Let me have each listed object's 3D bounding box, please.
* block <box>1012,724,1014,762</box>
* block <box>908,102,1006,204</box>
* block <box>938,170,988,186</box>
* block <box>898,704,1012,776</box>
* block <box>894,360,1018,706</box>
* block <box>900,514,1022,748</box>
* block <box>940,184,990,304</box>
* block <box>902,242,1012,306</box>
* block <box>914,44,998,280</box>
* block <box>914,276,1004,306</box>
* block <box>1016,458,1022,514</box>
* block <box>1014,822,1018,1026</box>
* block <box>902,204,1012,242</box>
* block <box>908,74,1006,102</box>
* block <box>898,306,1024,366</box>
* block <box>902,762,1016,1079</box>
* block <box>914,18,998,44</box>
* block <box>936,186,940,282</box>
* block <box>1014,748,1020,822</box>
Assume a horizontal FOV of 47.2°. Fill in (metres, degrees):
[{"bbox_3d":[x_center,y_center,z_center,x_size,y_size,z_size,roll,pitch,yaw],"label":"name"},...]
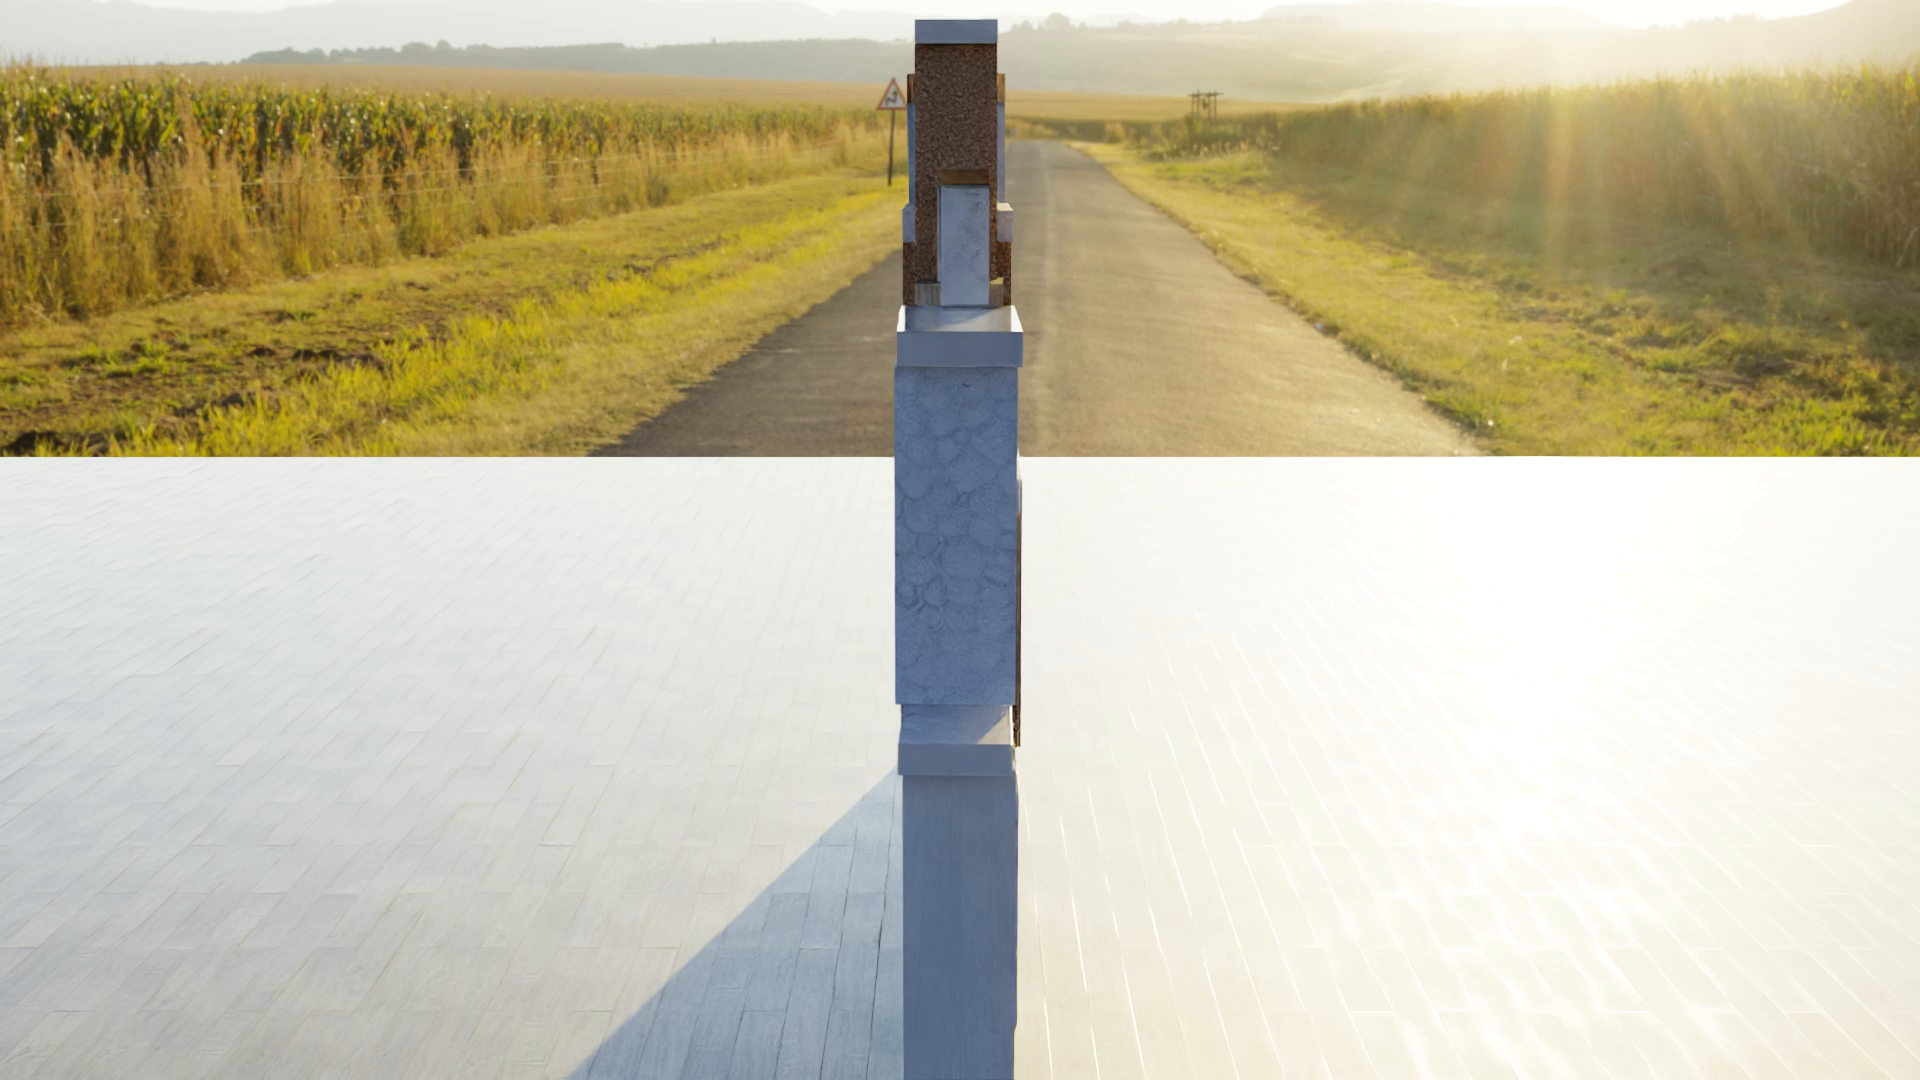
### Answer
[{"bbox_3d":[0.000,0.380,2.909,0.139,0.277,0.039,0,10,-3],"label":"block"},{"bbox_3d":[-0.004,-0.503,3.707,0.162,0.460,0.046,0,11,0],"label":"block"},{"bbox_3d":[0.004,-0.497,3.026,0.066,0.019,0.131,0,7,-1],"label":"block"},{"bbox_3d":[-0.004,0.241,2.793,0.139,0.039,0.277,0,10,1],"label":"block"},{"bbox_3d":[-0.006,-0.008,2.817,0.156,0.441,0.044,0,11,0],"label":"block"},{"bbox_3d":[0.001,0.127,3.245,0.178,0.356,0.050,0,11,0],"label":"block"},{"bbox_3d":[0.007,-0.402,2.996,0.066,0.162,0.019,0,7,-1],"label":"block"},{"bbox_3d":[-0.004,-0.290,3.339,0.164,0.328,0.046,0,11,0],"label":"block"},{"bbox_3d":[-0.005,-0.535,3.124,0.116,0.329,0.033,0,11,2],"label":"block"},{"bbox_3d":[0.002,-0.354,3.146,0.122,0.034,0.243,0,9,1],"label":"block"},{"bbox_3d":[0.001,-0.095,3.325,0.178,0.050,0.356,0,11,0],"label":"block"},{"bbox_3d":[0.004,0.534,3.119,0.155,0.310,0.044,0,11,0],"label":"block"},{"bbox_3d":[-0.004,-0.494,3.414,0.164,0.046,0.328,0,11,0],"label":"block"},{"bbox_3d":[-0.007,-0.771,3.768,0.162,0.046,0.323,-1,11,0],"label":"block"},{"bbox_3d":[-0.002,-0.268,2.875,0.156,0.044,0.311,0,12,-1],"label":"block"},{"bbox_3d":[-0.001,0.515,2.747,0.139,0.484,0.039,0,10,0],"label":"block"},{"bbox_3d":[-0.004,-0.726,3.167,0.116,0.033,0.232,0,10,0],"label":"block"},{"bbox_3d":[0.001,-0.429,3.082,0.066,0.131,0.019,0,7,2],"label":"block"},{"bbox_3d":[0.004,0.341,3.189,0.155,0.044,0.310,0,11,0],"label":"block"}]
